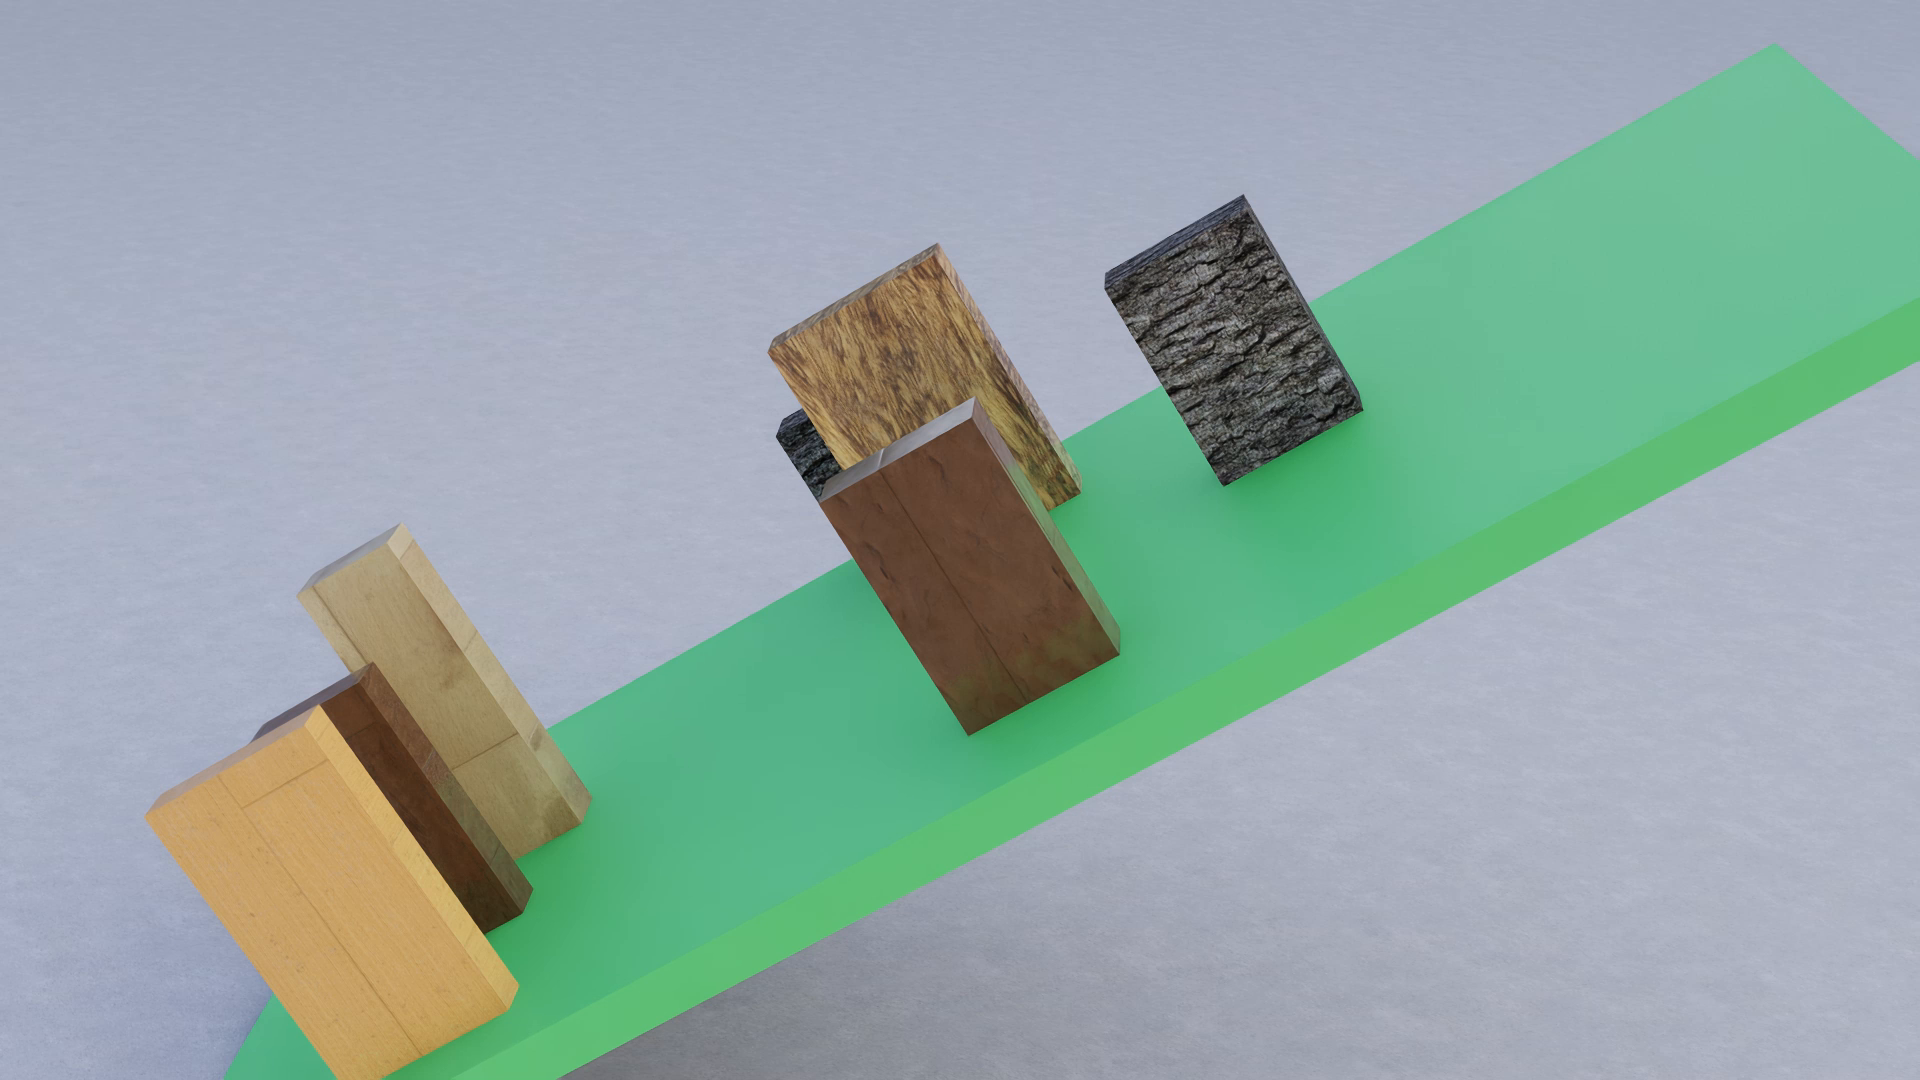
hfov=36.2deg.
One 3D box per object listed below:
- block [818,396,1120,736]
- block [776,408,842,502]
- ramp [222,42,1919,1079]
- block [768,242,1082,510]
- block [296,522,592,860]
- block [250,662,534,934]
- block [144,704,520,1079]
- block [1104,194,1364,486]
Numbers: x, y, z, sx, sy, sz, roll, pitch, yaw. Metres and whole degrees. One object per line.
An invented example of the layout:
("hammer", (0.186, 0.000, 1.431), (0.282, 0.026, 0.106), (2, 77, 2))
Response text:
("block", (0.023, 0.052, 5.628), (0.337, 0.546, 0.142), (-29, 15, 13))
("block", (-0.161, -0.194, 7.072), (0.393, 0.411, 0.145), (-29, 15, 13))
("ramp", (0.142, 0.168, 6.287), (4.000, 0.100, 2.000), (-29, 15, 13))
("block", (-0.076, -0.286, 6.730), (0.443, 0.644, 0.125), (-29, 15, 13))
("block", (-1.151, 0.356, 6.603), (0.246, 0.772, 0.143), (-29, 15, 13))
("block", (-1.210, 0.594, 6.271), (0.290, 0.612, 0.120), (-29, 15, 13))
("block", (-1.225, 0.710, 5.759), (0.385, 0.697, 0.105), (-29, 15, 13))
("block", (0.569, -0.414, 6.121), (0.332, 0.493, 0.139), (-29, 15, 13))
